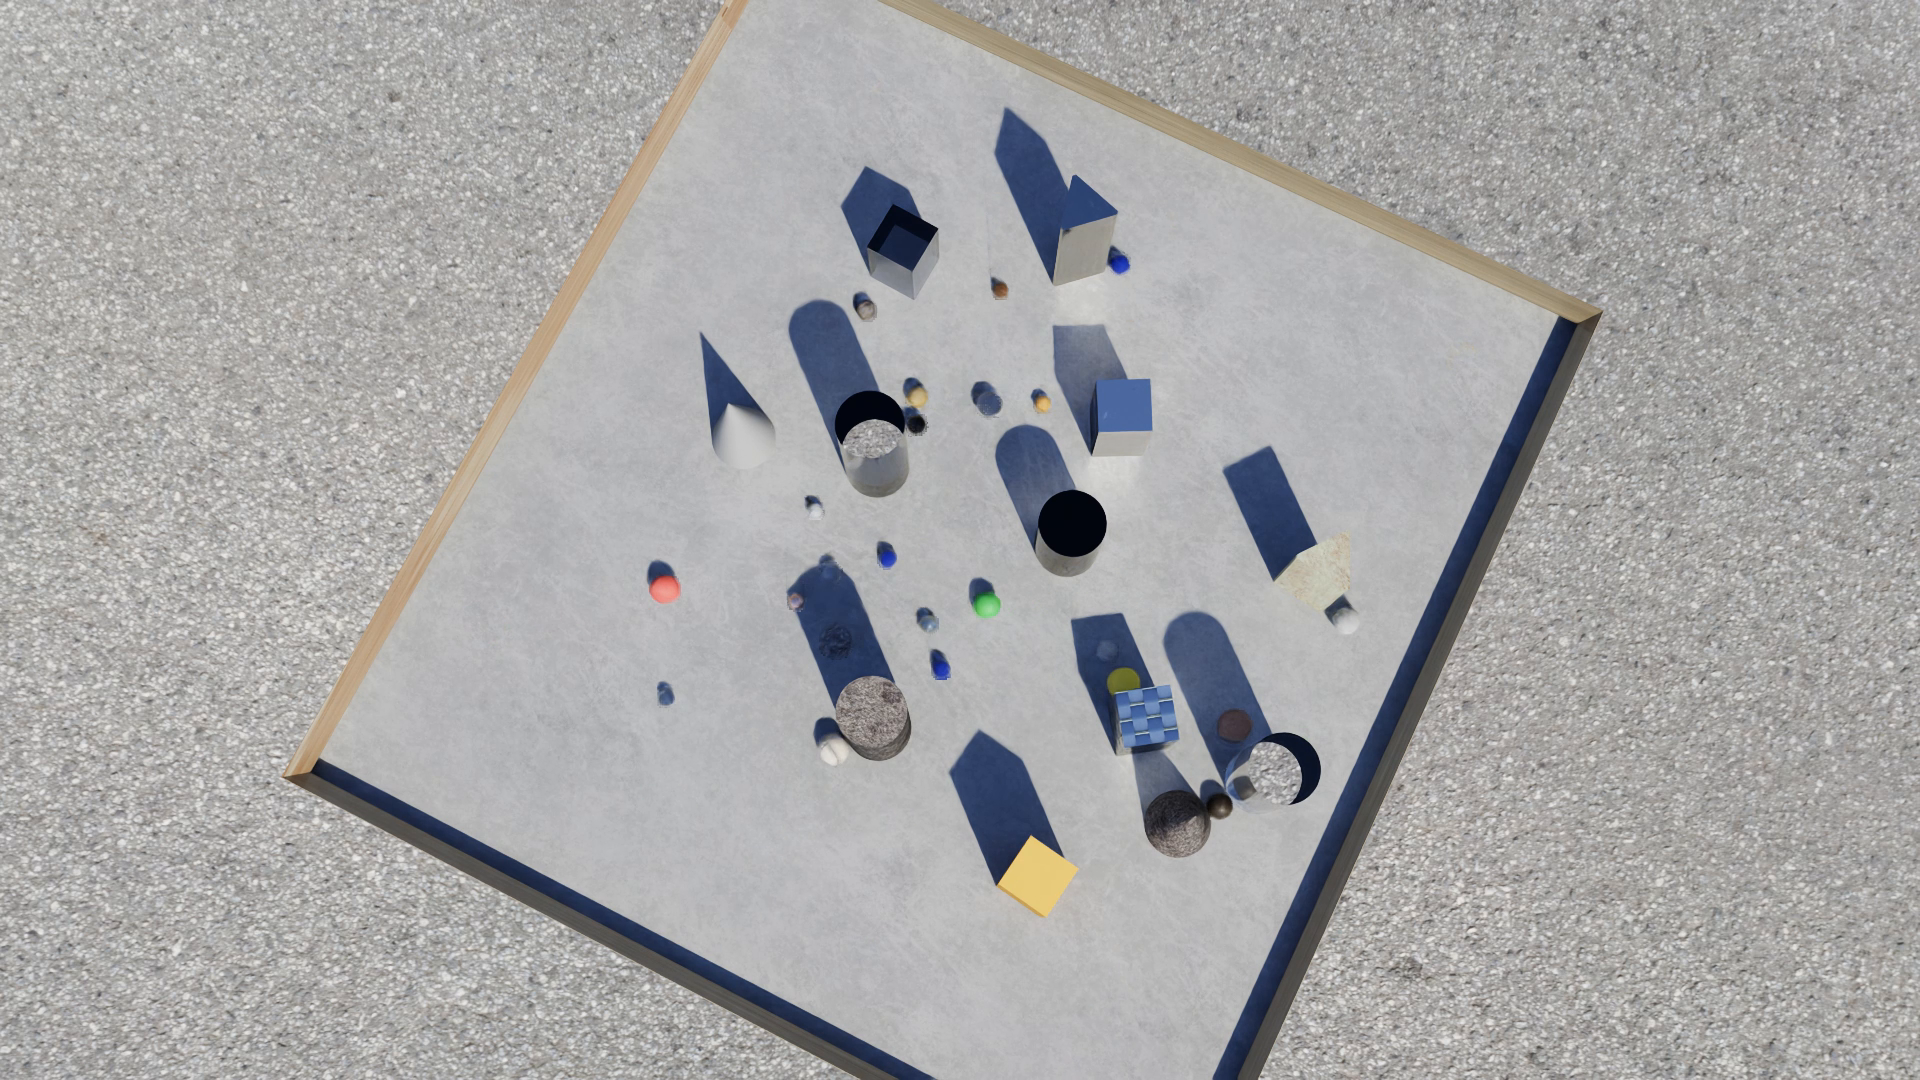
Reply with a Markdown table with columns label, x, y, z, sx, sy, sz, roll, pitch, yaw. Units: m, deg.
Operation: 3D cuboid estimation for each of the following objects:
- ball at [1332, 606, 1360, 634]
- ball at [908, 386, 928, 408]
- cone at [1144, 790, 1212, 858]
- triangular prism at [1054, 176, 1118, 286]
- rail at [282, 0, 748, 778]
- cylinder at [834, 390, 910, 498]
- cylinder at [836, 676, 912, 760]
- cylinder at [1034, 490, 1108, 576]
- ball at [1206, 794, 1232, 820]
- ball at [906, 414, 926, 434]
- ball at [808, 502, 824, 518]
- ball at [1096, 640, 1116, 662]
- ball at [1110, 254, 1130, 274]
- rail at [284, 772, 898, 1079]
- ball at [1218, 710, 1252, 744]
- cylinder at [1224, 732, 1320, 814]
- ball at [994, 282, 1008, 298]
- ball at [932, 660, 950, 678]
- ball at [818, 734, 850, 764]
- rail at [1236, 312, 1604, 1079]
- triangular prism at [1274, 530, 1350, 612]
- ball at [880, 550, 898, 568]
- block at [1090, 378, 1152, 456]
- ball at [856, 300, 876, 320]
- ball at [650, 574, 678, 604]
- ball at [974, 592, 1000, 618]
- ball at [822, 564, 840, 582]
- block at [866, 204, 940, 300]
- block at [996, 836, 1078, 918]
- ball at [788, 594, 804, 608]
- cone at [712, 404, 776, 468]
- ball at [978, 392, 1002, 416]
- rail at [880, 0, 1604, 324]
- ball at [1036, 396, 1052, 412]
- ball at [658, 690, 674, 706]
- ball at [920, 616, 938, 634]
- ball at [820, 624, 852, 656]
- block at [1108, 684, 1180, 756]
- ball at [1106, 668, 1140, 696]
| label | x | y | z | sx | sy | sz | roll | pitch | yaw |
| --- | --- | --- | --- | --- | --- | --- | --- | --- | --- |
| ball | 1.165 | 0.241 | 5.524 | 0.083 | 0.083 | 0.083 | 0 | 78 | 0 |
| ball | -0.131 | -0.443 | 5.675 | 0.066 | 0.066 | 0.066 | 0 | 78 | 0 |
| cone | 0.646 | 0.800 | 5.233 | 0.199 | 0.426 | 0.199 | 0 | 78 | 0 |
| triangular prism | 0.355 | -0.946 | 5.564 | 0.172 | 0.486 | 0.149 | -17 | 79 | -3 |
| rail | -1.277 | -0.619 | 5.678 | 0.045 | 0.129 | 3.047 | 26 | 80 | 5 |
| cylinder | -0.255 | -0.277 | 5.423 | 0.199 | 0.491 | 0.199 | 0 | 78 | 0 |
| cylinder | -0.245 | 0.519 | 5.283 | 0.199 | 0.444 | 0.199 | 0 | 78 | 0 |
| cylinder | 0.326 | -0.016 | 5.459 | 0.199 | 0.315 | 0.199 | 0 | 78 | 0 |
| ball | 0.767 | 0.787 | 5.414 | 0.077 | 0.077 | 0.077 | 0 | 78 | 0 |
| ball | -0.135 | -0.357 | 5.660 | 0.059 | 0.059 | 0.059 | 0 | 78 | 0 |
| ball | -0.443 | -0.091 | 5.610 | 0.049 | 0.049 | 0.049 | 0 | 78 | 0 |
| ball | 0.442 | 0.334 | 5.516 | 0.061 | 0.061 | 0.061 | 0 | 78 | 0 |
| ball | 0.503 | -0.869 | 5.766 | 0.060 | 0.060 | 0.060 | 0 | 78 | 0 |
| rail | -0.671 | 1.320 | 5.276 | 2.904 | 0.129 | 0.045 | 26 | 80 | 5 |
| ball | 0.816 | 0.556 | 5.451 | 0.100 | 0.100 | 0.100 | 0 | 78 | 0 |
| cylinder | 0.889 | 0.672 | 5.242 | 0.199 | 0.461 | 0.199 | 0 | 78 | 0 |
| ball | 0.128 | -0.786 | 5.755 | 0.048 | 0.048 | 0.048 | 0 | 78 | 0 |
| ball | -0.056 | 0.386 | 5.509 | 0.055 | 0.055 | 0.055 | 0 | 78 | 0 |
| ball | -0.374 | 0.621 | 5.441 | 0.092 | 0.092 | 0.092 | 0 | 78 | 0 |
| rail | 1.277 | 0.632 | 5.419 | 0.045 | 0.129 | 3.047 | 26 | 80 | 5 |
| triangular prism | 1.069 | 0.072 | 5.404 | 0.172 | 0.388 | 0.149 | 33 | 80 | 6 |
| ball | -0.219 | 0.056 | 5.577 | 0.054 | 0.054 | 0.054 | 0 | 78 | 0 |
| block | 0.485 | -0.367 | 5.541 | 0.159 | 0.296 | 0.159 | -1 | 78 | 0 |
| ball | -0.294 | -0.721 | 5.734 | 0.062 | 0.062 | 0.062 | 0 | 78 | 0 |
| ball | -0.895 | 0.149 | 5.541 | 0.089 | 0.089 | 0.089 | 0 | 78 | 0 |
| ball | 0.082 | 0.196 | 5.534 | 0.082 | 0.082 | 0.082 | 0 | 78 | 0 |
| ball | -0.393 | 0.099 | 5.567 | 0.057 | 0.057 | 0.057 | 0 | 78 | 0 |
| block | -0.173 | -0.887 | 5.666 | 0.159 | 0.263 | 0.159 | 29 | 80 | 6 |
| block | 0.216 | 0.963 | 5.228 | 0.159 | 0.371 | 0.159 | 34 | 80 | 7 |
| ball | -0.495 | 0.185 | 5.555 | 0.046 | 0.046 | 0.046 | 0 | 78 | 0 |
| cone | -0.670 | -0.356 | 5.491 | 0.199 | 0.390 | 0.199 | 0 | 78 | 0 |
| ball | 0.092 | -0.420 | 5.663 | 0.079 | 0.079 | 0.079 | 0 | 78 | 0 |
| rail | 0.671 | -1.307 | 5.820 | 2.904 | 0.129 | 0.045 | 26 | 80 | 5 |
| ball | 0.259 | -0.423 | 5.678 | 0.051 | 0.051 | 0.051 | 0 | 78 | 0 |
| ball | -0.879 | 0.474 | 5.493 | 0.049 | 0.049 | 0.049 | 0 | 78 | 0 |
| ball | -0.095 | 0.254 | 5.536 | 0.055 | 0.055 | 0.055 | 0 | 78 | 0 |
| ball | -0.371 | 0.302 | 5.504 | 0.098 | 0.098 | 0.098 | 0 | 78 | 0 |
| block | 0.534 | 0.530 | 5.360 | 0.159 | 0.287 | 0.159 | -8 | 78 | -2 |
| ball | 0.488 | 0.429 | 5.478 | 0.097 | 0.097 | 0.097 | 0 | 78 | 0 |
